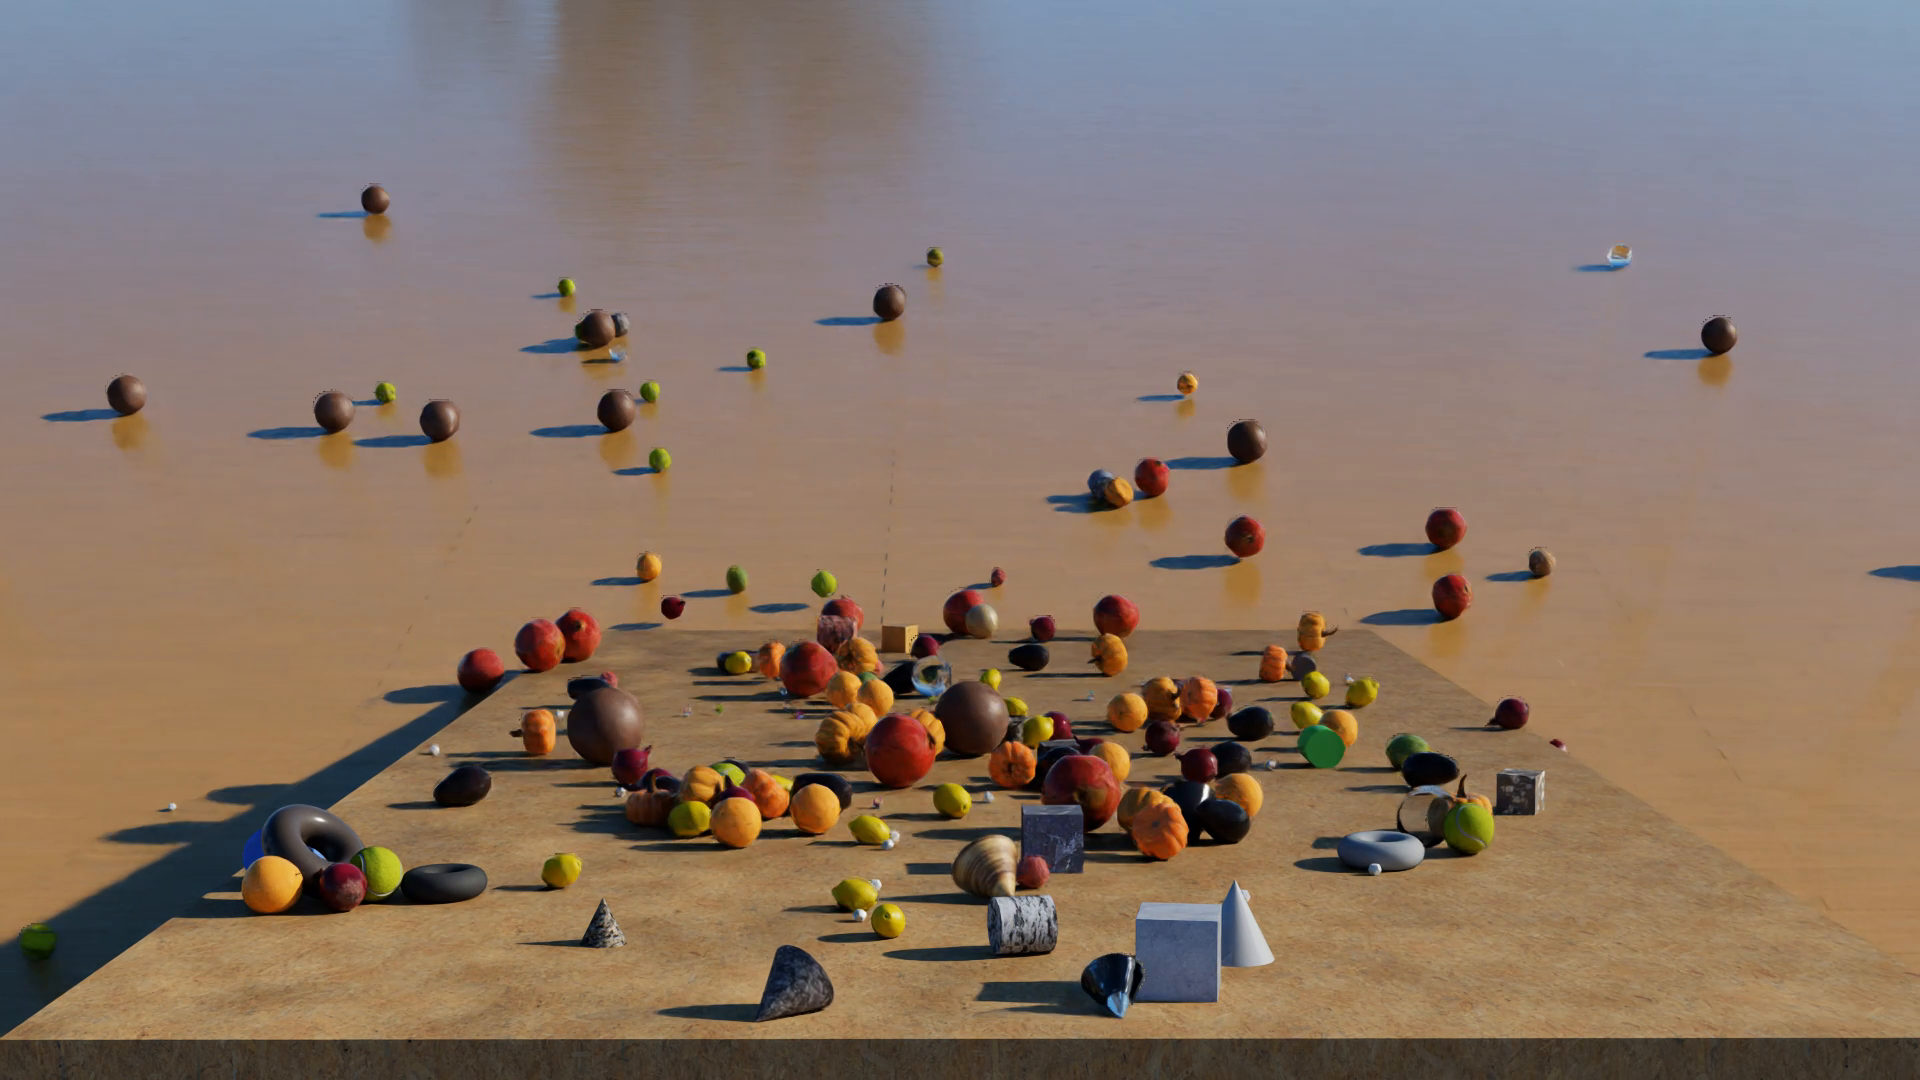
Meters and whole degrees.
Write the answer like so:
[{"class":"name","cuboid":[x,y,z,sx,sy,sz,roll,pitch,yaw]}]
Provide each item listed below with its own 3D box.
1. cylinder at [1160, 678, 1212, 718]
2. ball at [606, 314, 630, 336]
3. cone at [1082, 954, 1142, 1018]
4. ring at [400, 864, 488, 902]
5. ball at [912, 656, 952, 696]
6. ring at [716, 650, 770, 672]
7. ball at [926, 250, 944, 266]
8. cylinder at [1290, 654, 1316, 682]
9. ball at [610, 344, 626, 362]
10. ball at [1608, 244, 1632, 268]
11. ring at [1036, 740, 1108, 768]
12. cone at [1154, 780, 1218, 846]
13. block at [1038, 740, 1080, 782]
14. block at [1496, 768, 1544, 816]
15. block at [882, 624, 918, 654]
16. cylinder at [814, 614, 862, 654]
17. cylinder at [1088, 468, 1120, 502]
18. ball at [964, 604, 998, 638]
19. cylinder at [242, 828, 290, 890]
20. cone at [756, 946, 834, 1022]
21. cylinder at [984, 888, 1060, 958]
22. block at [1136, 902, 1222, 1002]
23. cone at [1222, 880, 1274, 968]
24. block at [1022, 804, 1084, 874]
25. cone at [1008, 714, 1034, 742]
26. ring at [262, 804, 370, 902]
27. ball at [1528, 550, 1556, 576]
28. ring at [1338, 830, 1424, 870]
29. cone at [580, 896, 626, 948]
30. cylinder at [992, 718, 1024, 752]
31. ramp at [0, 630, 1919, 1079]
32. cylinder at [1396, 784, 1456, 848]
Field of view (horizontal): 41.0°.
[{"class":"cylinder","cuboid":[0.430,0.300,4.888,0.070,0.070,0.070,-12,6,-30]},{"class":"ball","cuboid":[-1.283,-0.806,9.631,0.085,0.085,0.085,0,19,0]},{"class":"cone","cuboid":[0.161,0.472,2.642,0.065,0.065,0.065,-2,31,-6]},{"class":"ring","cuboid":[-0.648,0.430,3.223,0.108,0.036,0.108,-1,3,0]},{"class":"ball","cuboid":[-0.057,0.276,5.193,0.083,0.083,0.083,0,19,0]},{"class":"ring","cuboid":[-0.477,0.267,5.654,0.122,0.041,0.122,1,4,0]},{"class":"ball","cuboid":[-0.104,-1.176,10.701,0.072,0.072,0.072,0,19,0]},{"class":"cylinder","cuboid":[0.732,0.272,5.471,0.053,0.053,0.053,3,4,9]},{"class":"ball","cuboid":[-1.239,-0.679,9.305,0.060,0.060,0.060,0,19,0]},{"class":"ball","cuboid":[2.745,-1.181,10.672,0.100,0.100,0.100,0,19,0]},{"class":"ring","cuboid":[0.188,0.358,4.286,0.120,0.040,0.120,0,2,0]},{"class":"cone","cuboid":[0.322,0.402,3.599,0.093,0.093,0.093,-1,30,-2]},{"class":"block","cuboid":[0.160,0.358,4.145,0.058,0.058,0.058,-1,4,-8]},{"class":"block","cuboid":[0.840,0.377,3.845,0.058,0.058,0.058,2,4,26]},{"class":"block","cuboid":[-0.141,0.231,6.033,0.062,0.062,0.062,2,4,26]},{"class":"cylinder","cuboid":[-0.286,0.221,5.995,0.085,0.085,0.085,-10,16,18]},{"class":"cylinder","cuboid":[0.436,-0.166,7.824,0.077,0.077,0.077,-6,33,-16]},{"class":"ball","cuboid":[0.054,0.200,6.322,0.084,0.084,0.084,0,19,0]},{"class":"cylinder","cuboid":[-0.870,0.403,3.308,0.080,0.080,0.080,2,4,7]},{"class":"cone","cuboid":[-0.184,0.470,2.624,0.079,0.079,0.079,15,39,36]},{"class":"cylinder","cuboid":[0.070,0.436,2.909,0.065,0.065,0.065,-20,25,-16]},{"class":"block","cuboid":[0.233,0.437,2.727,0.086,0.086,0.086,1,4,8]},{"class":"cone","cuboid":[0.309,0.425,2.883,0.090,0.090,0.090,0,4,0]},{"class":"block","cuboid":[0.122,0.397,3.404,0.078,0.078,0.078,0,4,-1]},{"class":"cone","cuboid":[0.099,0.349,4.510,0.061,0.061,0.061,1,30,3]},{"class":"ring","cuboid":[-0.810,0.393,3.230,0.148,0.049,0.148,36,19,-15]},{"class":"ball","cuboid":[1.627,0.064,7.177,0.074,0.074,0.074,0,19,0]},{"class":"ring","cuboid":[0.562,0.415,3.427,0.116,0.039,0.116,0,5,0]},{"class":"cone","cuboid":[-0.411,0.438,2.960,0.054,0.054,0.054,0,4,0]},{"class":"cylinder","cuboid":[0.083,0.339,4.457,0.054,0.054,0.054,0,4,0]},{"class":"ramp","cuboid":[0.046,0.411,4.537,2.000,0.100,4.000,0,4,0]},{"class":"cylinder","cuboid":[0.652,0.385,3.585,0.077,0.077,0.077,5,5,15]}]
